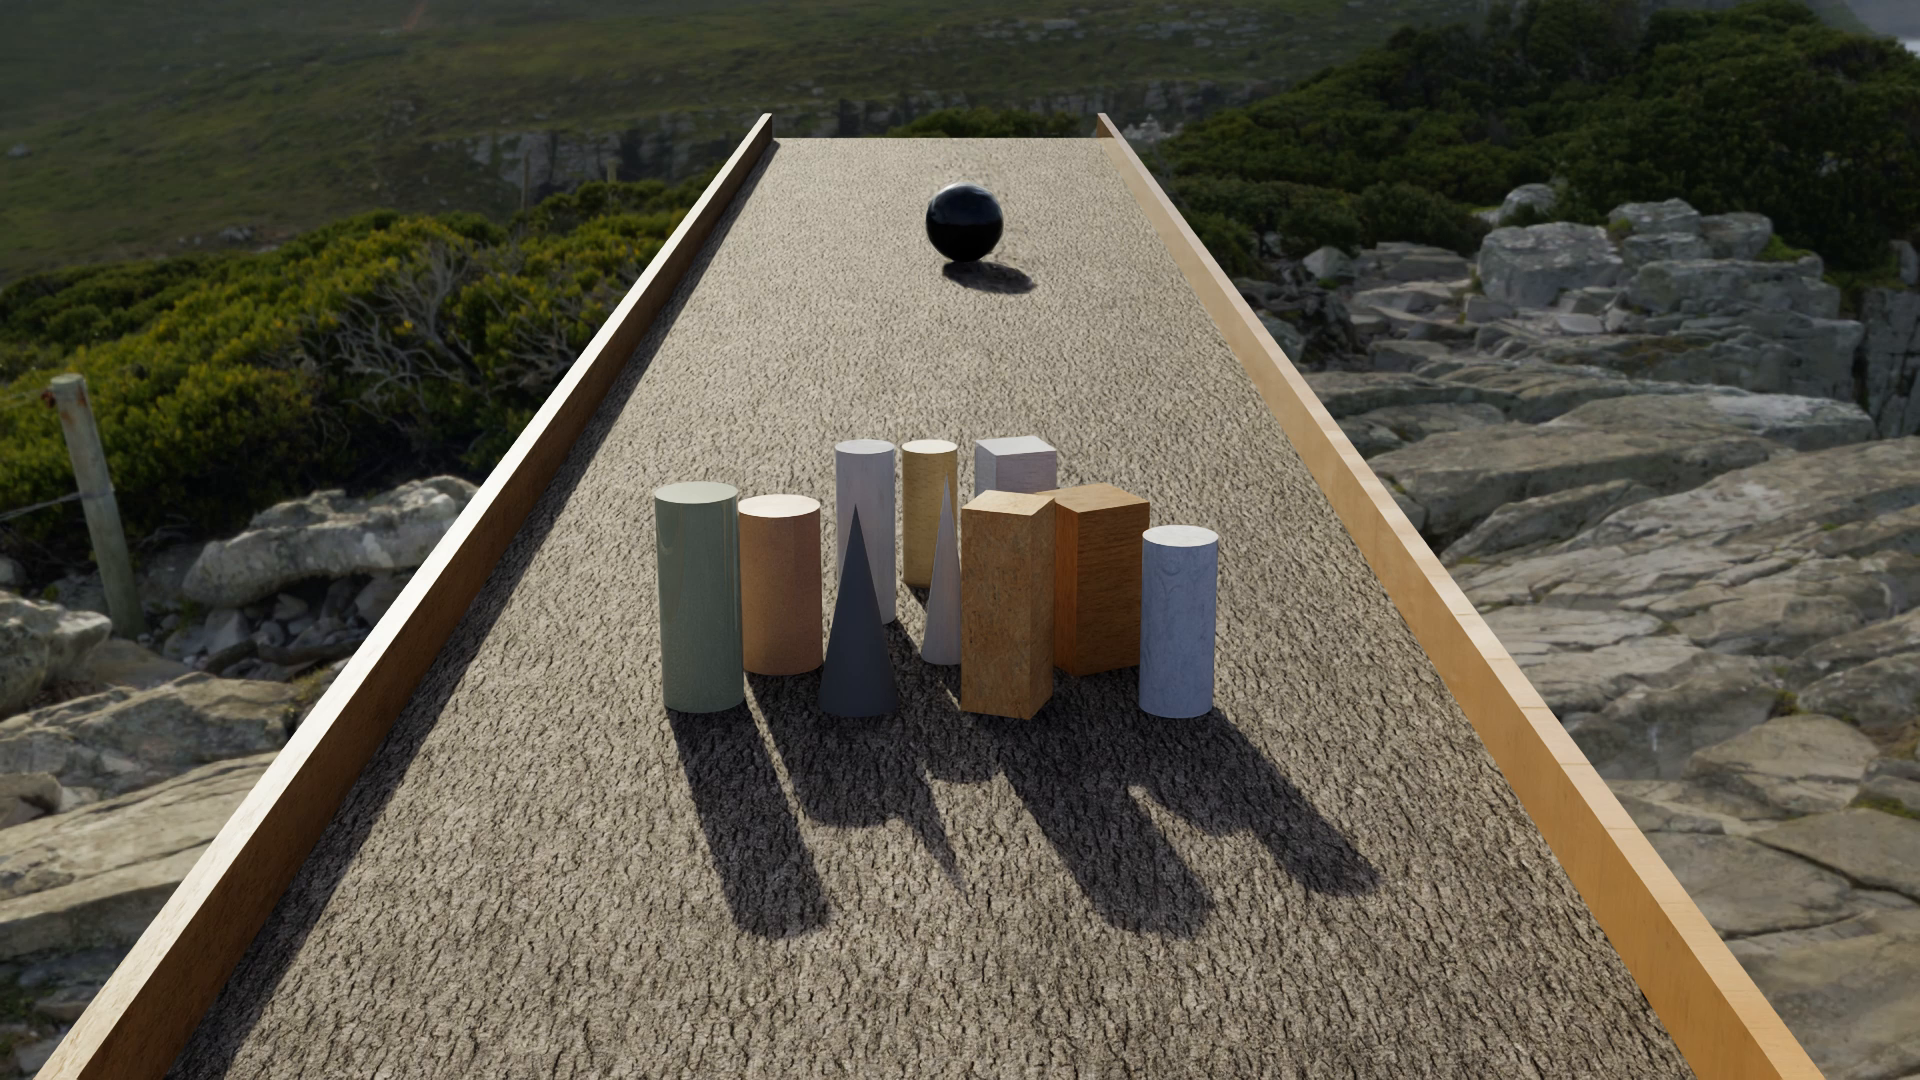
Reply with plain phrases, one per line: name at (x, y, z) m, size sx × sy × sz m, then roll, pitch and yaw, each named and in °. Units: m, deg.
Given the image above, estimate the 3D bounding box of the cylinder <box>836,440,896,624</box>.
cylinder at (-0.198, -0.015, 4.622) m, size 0.124 × 0.374 × 0.124 m, roll 0°, pitch 17°, yaw 0°

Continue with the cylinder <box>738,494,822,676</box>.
cylinder at (-0.357, 0.088, 4.362) m, size 0.165 × 0.324 × 0.165 m, roll 0°, pitch 17°, yaw 0°

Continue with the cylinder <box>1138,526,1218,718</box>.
cylinder at (0.409, 0.152, 4.127) m, size 0.140 × 0.335 × 0.140 m, roll 0°, pitch 17°, yaw 0°

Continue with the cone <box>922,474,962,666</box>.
cone at (-0.027, 0.049, 4.382) m, size 0.104 × 0.389 × 0.104 m, roll 0°, pitch 17°, yaw 0°

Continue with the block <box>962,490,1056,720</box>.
block at (0.090, 0.120, 4.127) m, size 0.136 × 0.396 × 0.136 m, roll 6°, pitch 18°, yaw 20°

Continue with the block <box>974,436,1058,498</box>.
block at (0.115, -0.018, 4.629) m, size 0.134 × 0.374 × 0.134 m, roll -5°, pitch 17°, yaw -18°

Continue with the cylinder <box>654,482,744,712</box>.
cylinder at (-0.491, 0.107, 4.149) m, size 0.155 × 0.409 × 0.155 m, roll 0°, pitch 17°, yaw 0°

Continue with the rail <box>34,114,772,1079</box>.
rail at (-1.118, -0.838, 7.780) m, size 0.050 × 0.150 × 12.000 m, roll 0°, pitch 17°, yaw -1°

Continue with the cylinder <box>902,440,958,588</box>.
cylinder at (-0.067, -0.058, 4.883) m, size 0.122 × 0.308 × 0.122 m, roll 0°, pitch 17°, yaw 0°

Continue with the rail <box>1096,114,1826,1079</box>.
rail at (0.932, -0.844, 7.801) m, size 0.050 × 0.150 × 12.000 m, roll 0°, pitch 17°, yaw -1°

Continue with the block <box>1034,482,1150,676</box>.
block at (0.260, 0.076, 4.380) m, size 0.165 × 0.336 × 0.165 m, roll -9°, pitch 19°, yaw -27°

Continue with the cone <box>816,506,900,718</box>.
cone at (-0.194, 0.120, 4.131) m, size 0.158 × 0.394 × 0.158 m, roll 0°, pitch 17°, yaw 0°

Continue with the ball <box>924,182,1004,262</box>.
ball at (0.018, -1.309, 9.054) m, size 0.326 × 0.326 × 0.326 m, roll 0°, pitch 17°, yaw 0°
